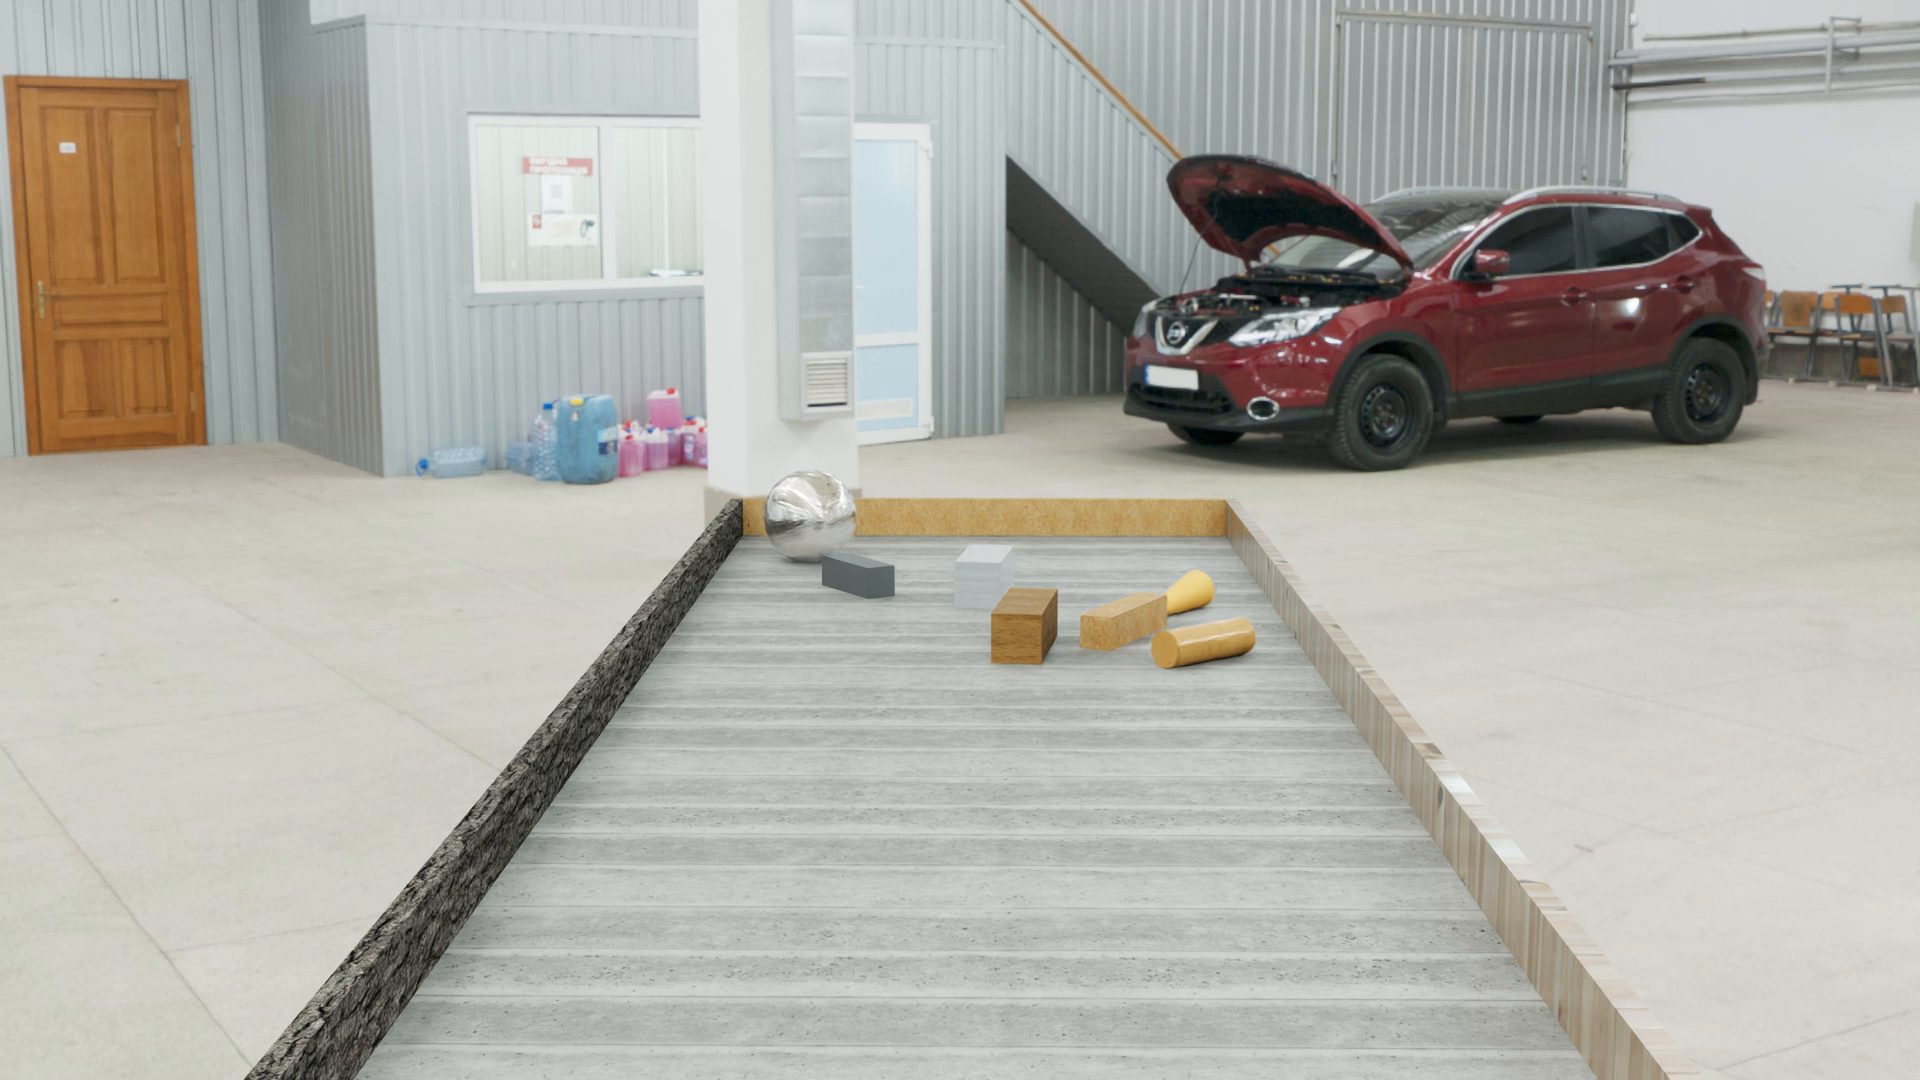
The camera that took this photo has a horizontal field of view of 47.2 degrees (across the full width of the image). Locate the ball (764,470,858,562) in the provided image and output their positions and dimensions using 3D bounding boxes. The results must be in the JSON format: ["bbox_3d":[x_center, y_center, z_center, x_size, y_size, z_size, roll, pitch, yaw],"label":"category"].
[{"bbox_3d":[-0.575,-0.092,8.441,0.360,0.360,0.360,0,9,0],"label":"ball"}]

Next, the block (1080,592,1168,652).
[{"bbox_3d":[0.528,0.258,7.042,0.105,0.105,0.451,5,10,28],"label":"block"}]

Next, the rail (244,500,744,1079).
[{"bbox_3d":[-1.004,0.839,3.234,0.050,0.150,12.000,0,9,1],"label":"rail"}]

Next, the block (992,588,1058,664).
[{"bbox_3d":[0.204,0.264,6.852,0.153,0.153,0.448,1,9,9],"label":"block"}]

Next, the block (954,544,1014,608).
[{"bbox_3d":[0.088,0.125,7.709,0.159,0.159,0.380,1,9,8],"label":"block"}]

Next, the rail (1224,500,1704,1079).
[{"bbox_3d":[1.046,0.843,3.208,0.050,0.150,12.000,0,9,1],"label":"rail"}]

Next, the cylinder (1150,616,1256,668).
[{"bbox_3d":[0.741,0.311,6.685,0.340,0.114,0.114,-8,12,-40],"label":"cylinder"}]

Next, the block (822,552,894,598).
[{"bbox_3d":[-0.365,0.126,7.863,0.109,0.109,0.330,-6,11,-32],"label":"block"}]

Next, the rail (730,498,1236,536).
[{"bbox_3d":[0.099,-0.098,9.147,2.100,0.150,0.050,0,9,1],"label":"rail"}]

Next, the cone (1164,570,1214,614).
[{"bbox_3d":[0.689,0.222,7.401,0.132,0.132,0.420,7,20,38],"label":"cone"}]
